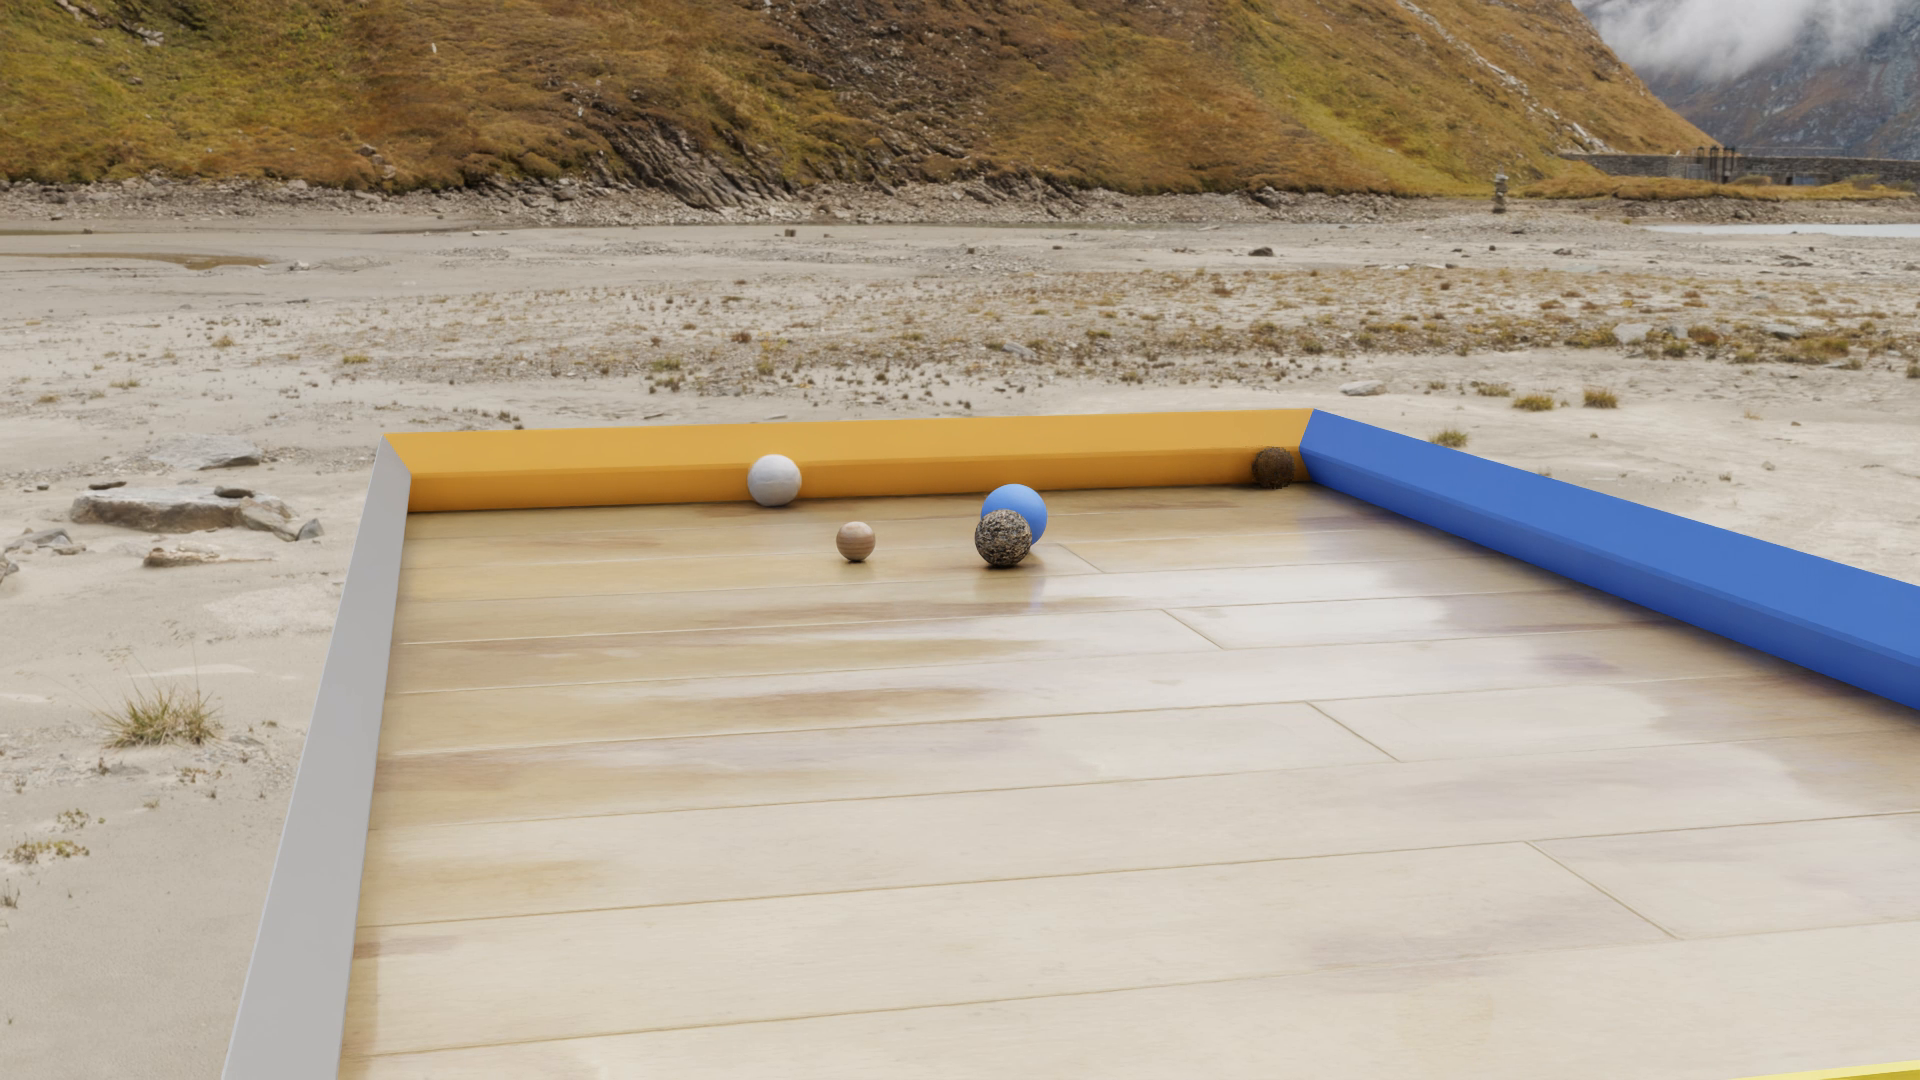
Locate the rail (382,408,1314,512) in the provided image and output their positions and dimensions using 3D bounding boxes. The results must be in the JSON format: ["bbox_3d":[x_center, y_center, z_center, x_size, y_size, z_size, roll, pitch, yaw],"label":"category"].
[{"bbox_3d":[-0.149,-0.137,3.746,1.618,0.128,0.045,-2,10,-13],"label":"rail"}]

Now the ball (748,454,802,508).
[{"bbox_3d":[-0.307,-0.099,3.650,0.089,0.089,0.089,0,10,0],"label":"ball"}]

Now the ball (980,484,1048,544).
[{"bbox_3d":[0.080,-0.034,3.250,0.099,0.099,0.099,0,10,0],"label":"ball"}]

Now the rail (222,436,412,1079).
[{"bbox_3d":[-0.611,0.123,2.265,0.045,0.128,2.773,-2,10,-13],"label":"rail"}]

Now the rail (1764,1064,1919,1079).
[{"bbox_3d":[0.457,0.322,1.129,1.618,0.128,0.045,-2,10,-13],"label":"rail"}]

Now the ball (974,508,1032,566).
[{"bbox_3d":[0.062,-0.003,3.124,0.082,0.082,0.082,0,10,0],"label":"ball"}]

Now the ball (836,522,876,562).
[{"bbox_3d":[-0.150,0.002,3.169,0.058,0.058,0.058,0,10,0],"label":"ball"}]

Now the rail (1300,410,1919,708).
[{"bbox_3d":[0.920,0.063,2.609,0.045,0.128,2.773,-2,10,-13],"label":"rail"}]

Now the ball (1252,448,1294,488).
[{"bbox_3d":[0.549,-0.126,3.860,0.071,0.071,0.071,0,10,0],"label":"ball"}]
